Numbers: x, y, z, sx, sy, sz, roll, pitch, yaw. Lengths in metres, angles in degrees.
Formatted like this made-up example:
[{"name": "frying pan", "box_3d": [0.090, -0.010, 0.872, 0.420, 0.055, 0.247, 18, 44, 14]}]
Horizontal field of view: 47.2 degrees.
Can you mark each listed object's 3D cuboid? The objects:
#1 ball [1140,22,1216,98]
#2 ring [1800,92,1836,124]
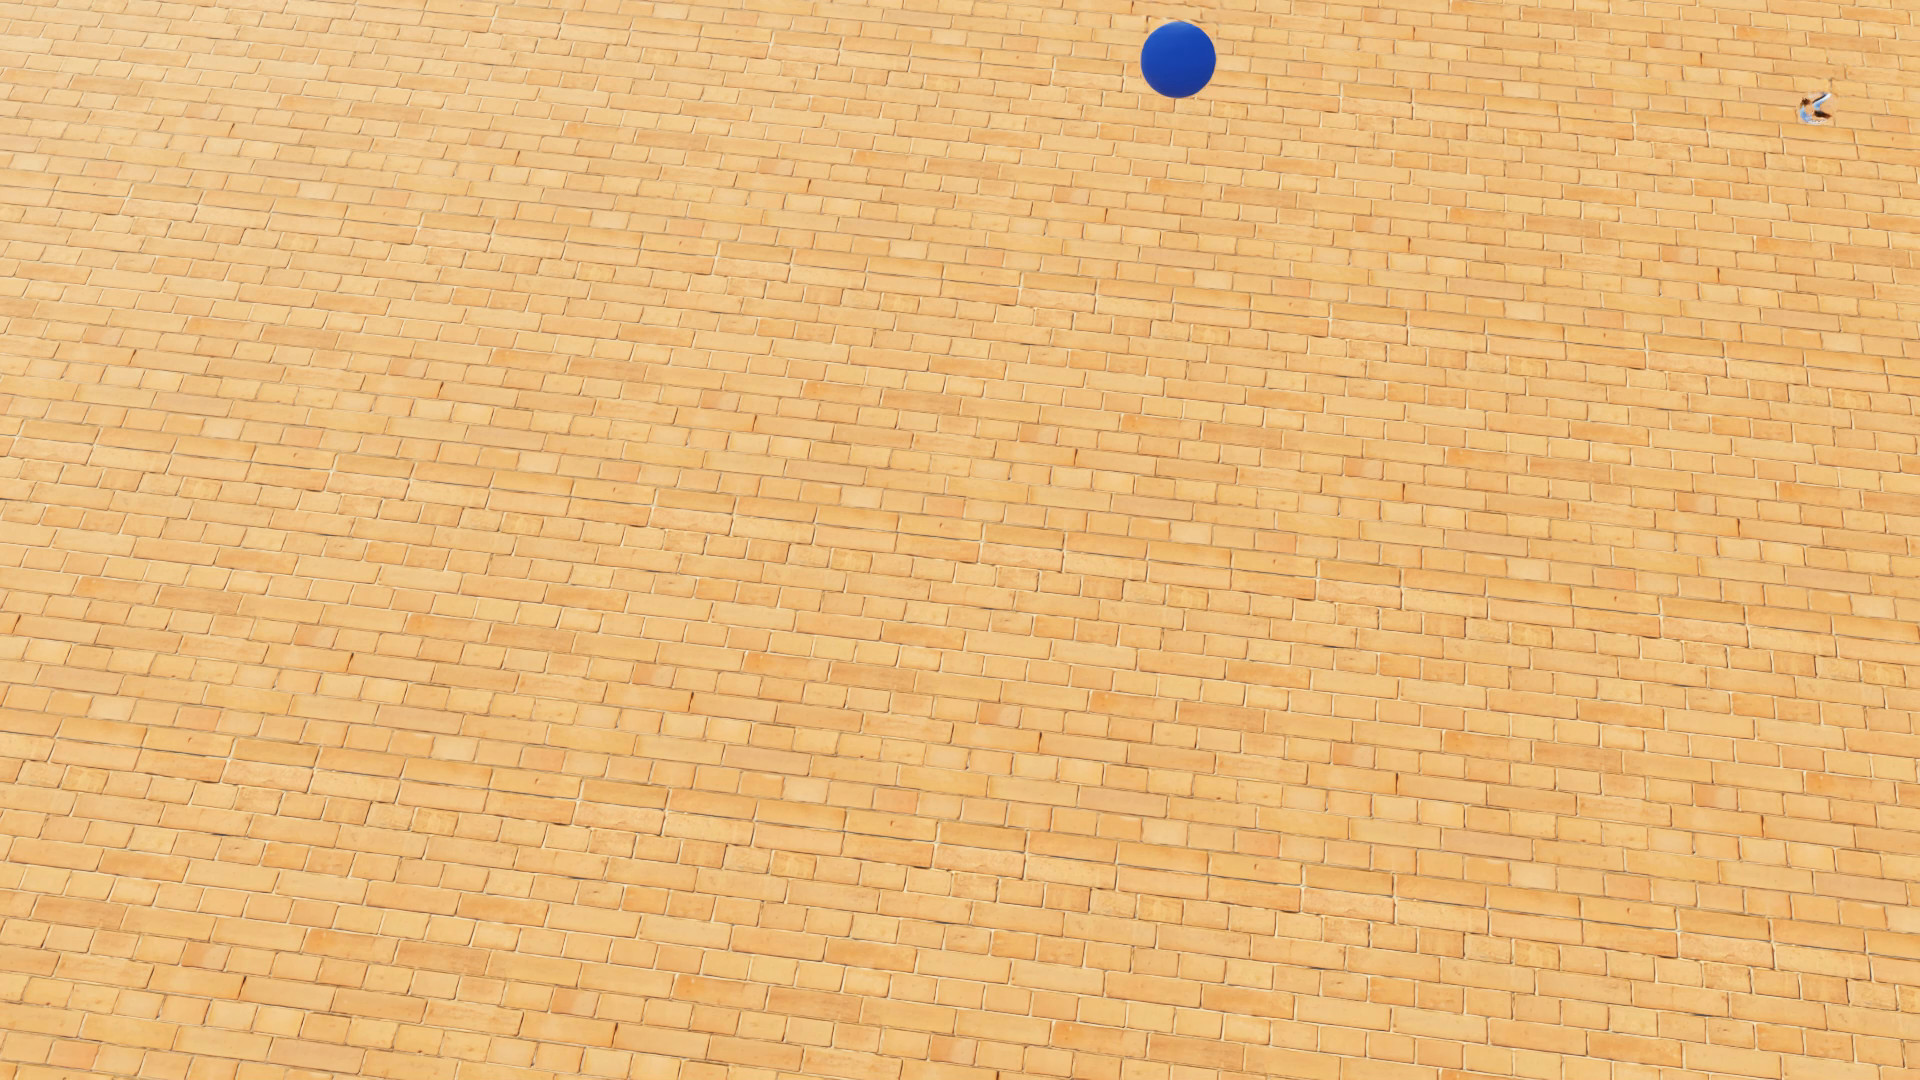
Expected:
[{"name": "ball", "box_3d": [0.315, -0.694, 3.179, 0.109, 0.109, 0.109, 0, 56, 0]}, {"name": "ring", "box_3d": [1.371, -0.691, 3.515, 0.039, 0.055, 0.049, -13, 76, -16]}]
